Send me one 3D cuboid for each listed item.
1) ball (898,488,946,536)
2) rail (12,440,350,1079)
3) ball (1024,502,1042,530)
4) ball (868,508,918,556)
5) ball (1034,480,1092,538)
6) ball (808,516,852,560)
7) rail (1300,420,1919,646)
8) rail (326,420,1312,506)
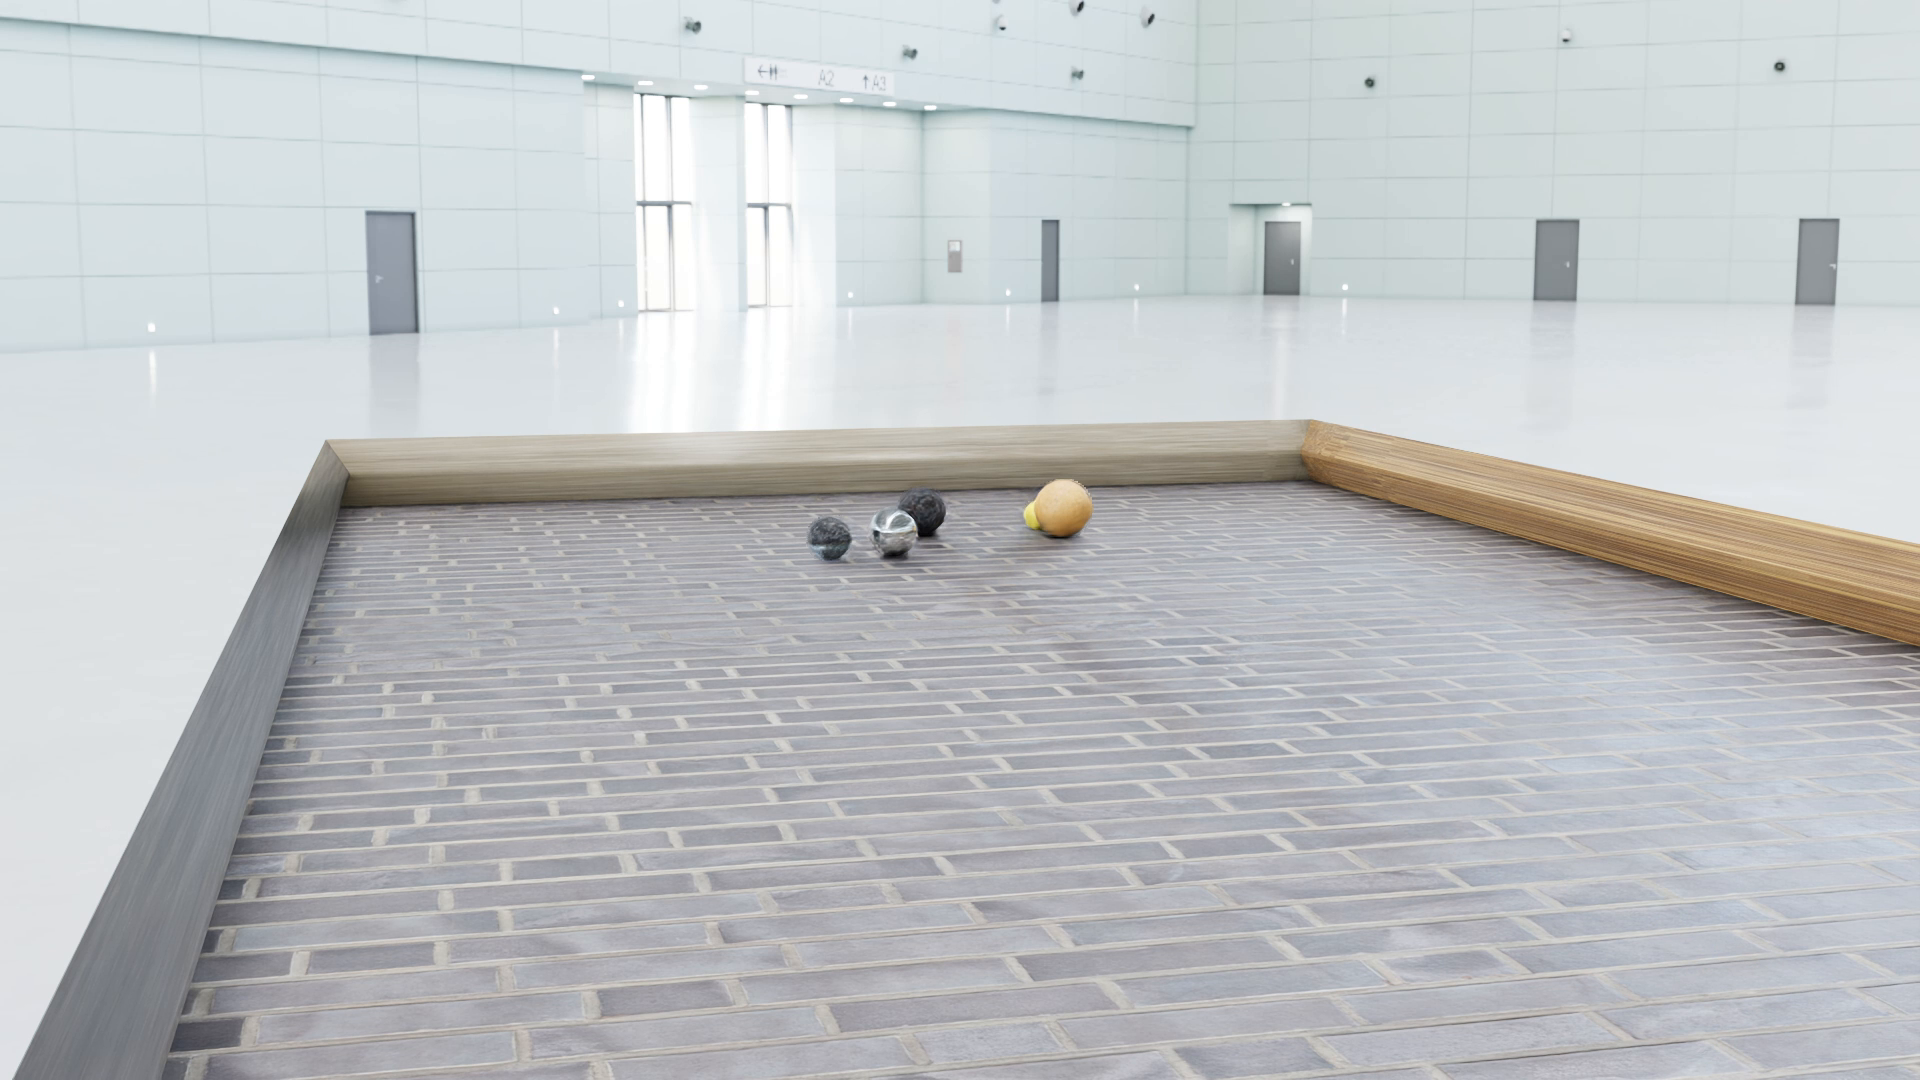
[{"bbox_3d":[-0.068,-0.050,3.886,0.084,0.084,0.084,0,8,0],"label":"ball"},{"bbox_3d":[-0.741,0.137,2.352,0.045,0.130,4.043,-2,8,-13],"label":"rail"},{"bbox_3d":[0.142,-0.044,3.951,0.054,0.054,0.054,0,8,0],"label":"ball"},{"bbox_3d":[-0.111,-0.013,3.625,0.081,0.081,0.081,0,8,0],"label":"ball"},{"bbox_3d":[0.180,-0.055,3.862,0.100,0.100,0.100,0,8,0],"label":"ball"},{"bbox_3d":[-0.213,-0.002,3.588,0.071,0.071,0.071,0,8,0],"label":"ball"},{"bbox_3d":[1.215,0.073,2.820,0.045,0.130,4.043,-2,8,-13],"label":"rail"},{"bbox_3d":[-0.231,-0.161,4.510,2.060,0.130,0.045,-2,8,-13],"label":"rail"}]
